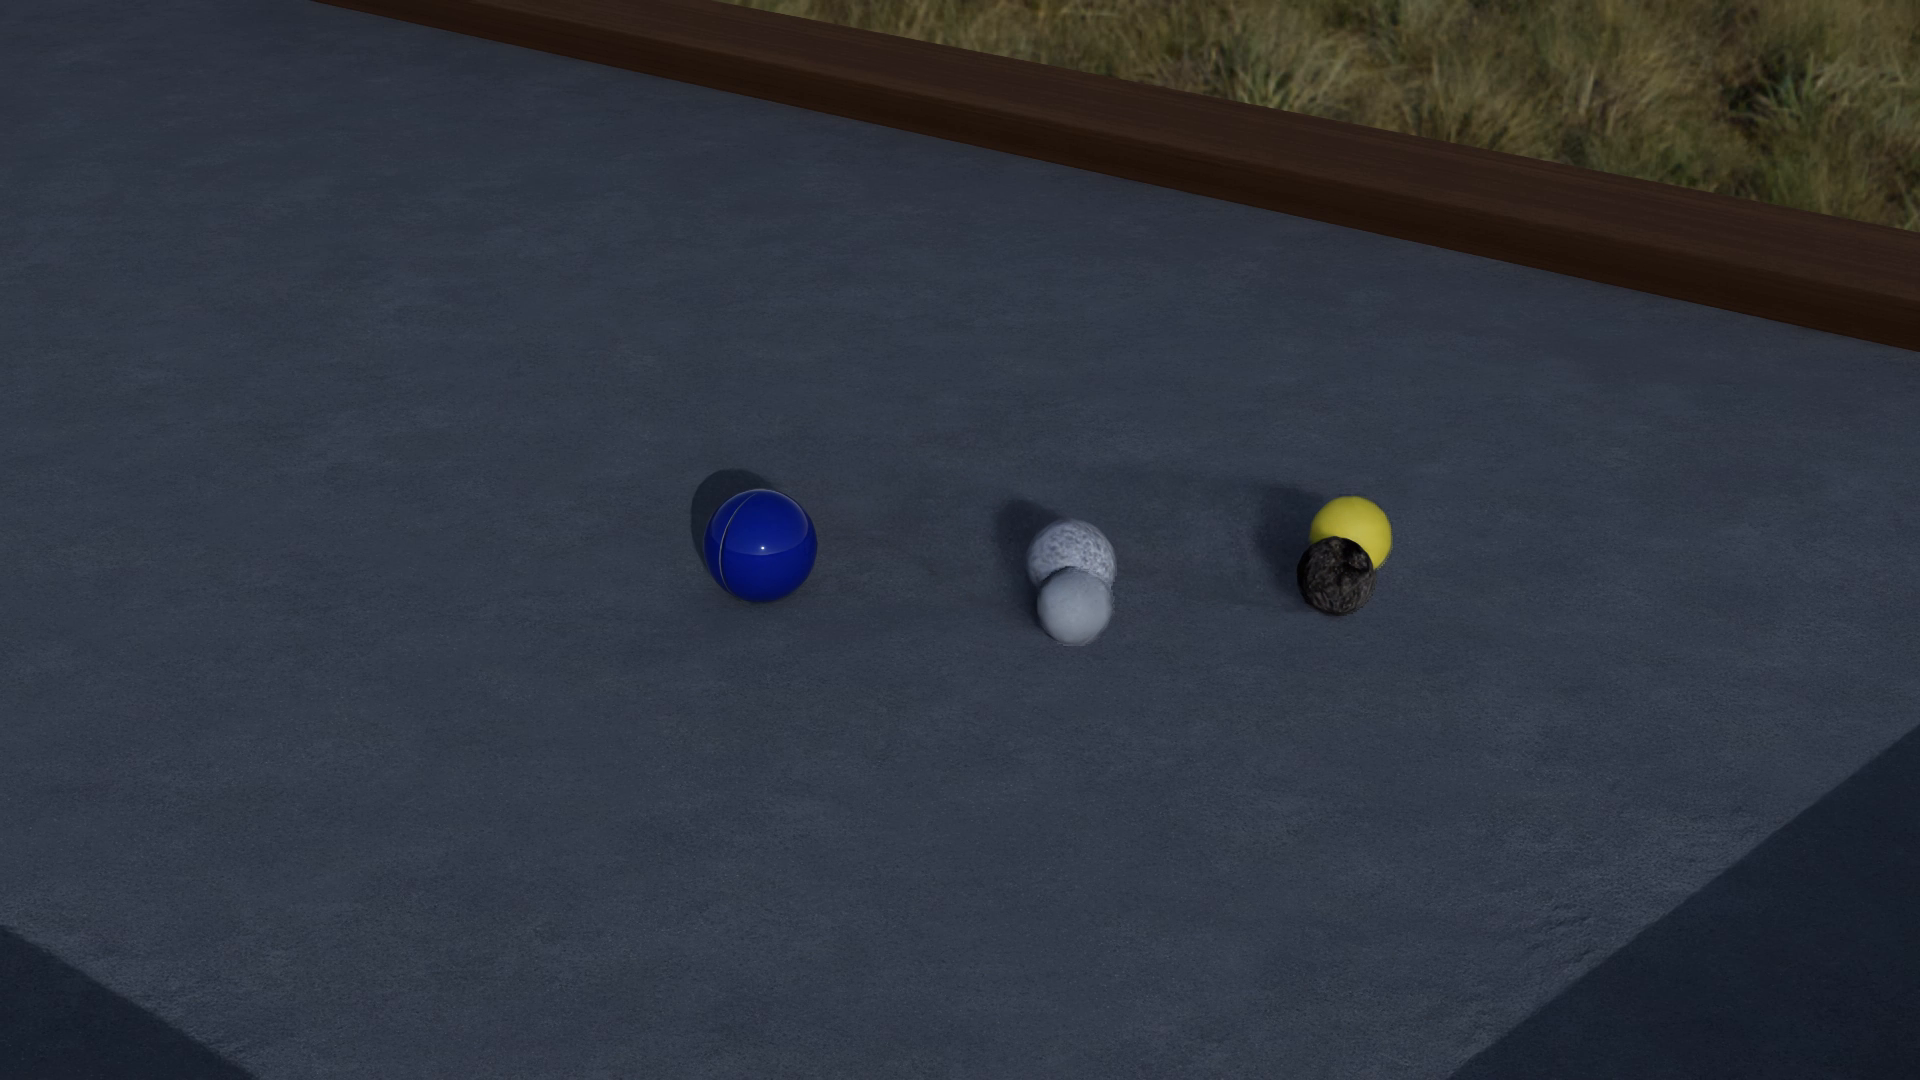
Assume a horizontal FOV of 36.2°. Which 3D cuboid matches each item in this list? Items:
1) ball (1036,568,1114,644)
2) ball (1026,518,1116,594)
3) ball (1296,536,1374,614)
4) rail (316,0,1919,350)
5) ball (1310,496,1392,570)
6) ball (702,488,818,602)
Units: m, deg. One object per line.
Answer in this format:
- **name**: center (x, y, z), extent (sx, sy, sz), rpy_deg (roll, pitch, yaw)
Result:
- **ball**: center (0.094, 0.055, 2.409), extent (0.062, 0.062, 0.062), rpy_deg (0, 22, 0)
- **ball**: center (0.093, 0.020, 2.477), extent (0.076, 0.076, 0.076), rpy_deg (0, 22, 0)
- **ball**: center (0.315, 0.030, 2.467), extent (0.065, 0.065, 0.065), rpy_deg (0, 22, 0)
- **rail**: center (-0.062, -0.604, 3.955), extent (4.278, 0.126, 0.045), rpy_deg (18, 28, 38)
- **ball**: center (0.338, -0.003, 2.542), extent (0.070, 0.070, 0.070), rpy_deg (0, 22, 0)
- **ball**: center (-0.169, 0.005, 2.487), extent (0.097, 0.097, 0.097), rpy_deg (0, 22, 0)
